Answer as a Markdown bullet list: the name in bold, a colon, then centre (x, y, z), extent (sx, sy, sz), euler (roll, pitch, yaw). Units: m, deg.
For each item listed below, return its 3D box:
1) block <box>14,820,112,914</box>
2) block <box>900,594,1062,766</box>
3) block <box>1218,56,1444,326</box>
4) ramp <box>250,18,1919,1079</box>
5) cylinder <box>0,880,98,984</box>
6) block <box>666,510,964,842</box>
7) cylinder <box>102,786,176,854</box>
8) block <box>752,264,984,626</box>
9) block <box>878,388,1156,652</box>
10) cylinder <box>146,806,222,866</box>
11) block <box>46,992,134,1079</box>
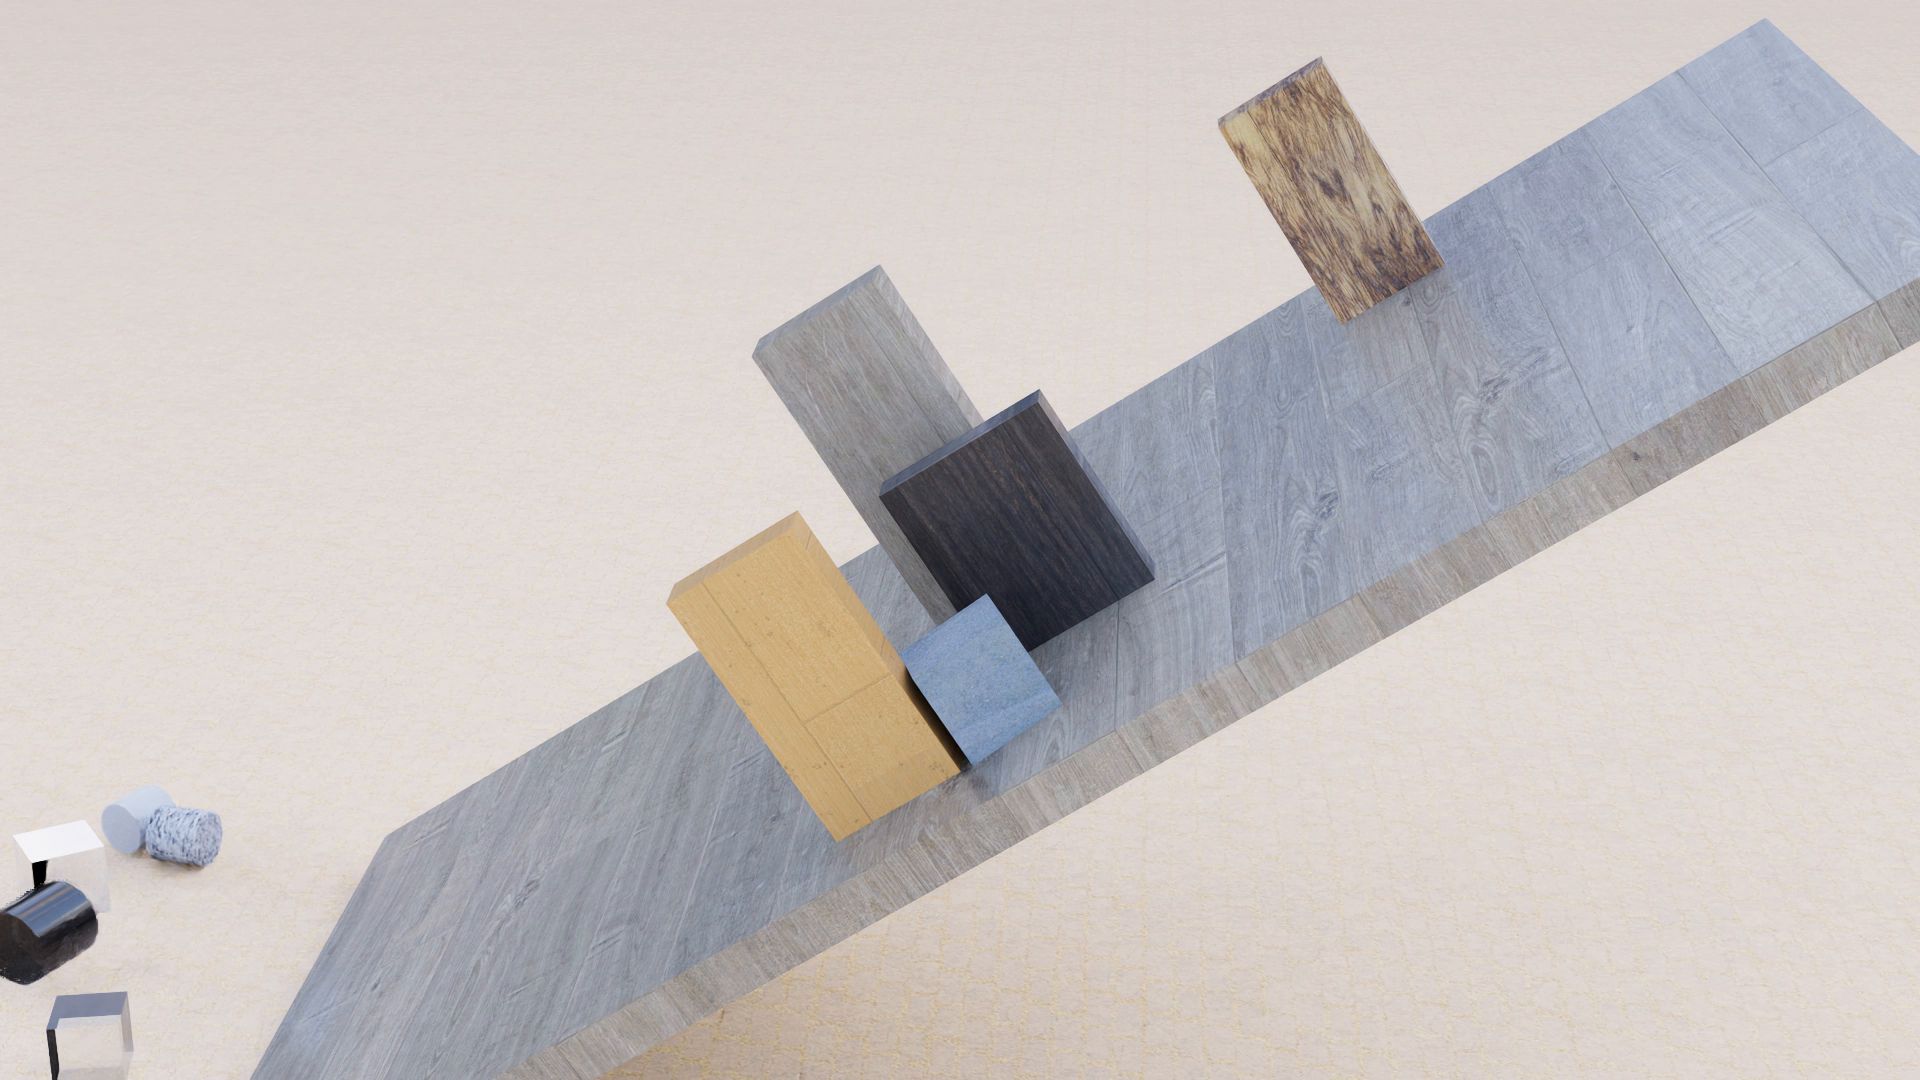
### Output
- **block**: centre (-2.280, 0.846, 7.470), extent (0.182, 0.182, 0.182), euler (-12, 23, -29)
- **block**: centre (0.038, 0.265, 5.622), extent (0.205, 0.205, 0.205), euler (-34, 15, 0)
- **block**: centre (0.828, -0.778, 6.566), extent (0.268, 0.529, 0.103), euler (-30, 15, 14)
- **ramp**: centre (0.140, 0.170, 6.294), extent (4.000, 0.100, 2.000), euler (-30, 15, 14)
- **cylinder**: centre (-2.238, 0.955, 7.161), extent (0.190, 0.190, 0.190), euler (9, 22, 24)
- **block**: centre (-0.270, 0.261, 5.567), extent (0.283, 0.574, 0.103), euler (-30, 15, 14)
- **cylinder**: centre (-2.178, 0.742, 7.815), extent (0.139, 0.139, 0.139), euler (11, 23, 27)
- **block**: centre (-0.105, -0.191, 6.308), extent (0.311, 0.736, 0.136), euler (-30, 15, 14)
- **block**: centre (0.117, -0.019, 5.889), extent (0.374, 0.436, 0.089), euler (-30, 15, 14)
- **cylinder**: centre (-2.036, 0.776, 7.718), extent (0.143, 0.143, 0.143), euler (6, 21, 15)
- **block**: centre (-1.980, 1.141, 6.699), extent (0.158, 0.158, 0.158), euler (-3, 20, -7)
